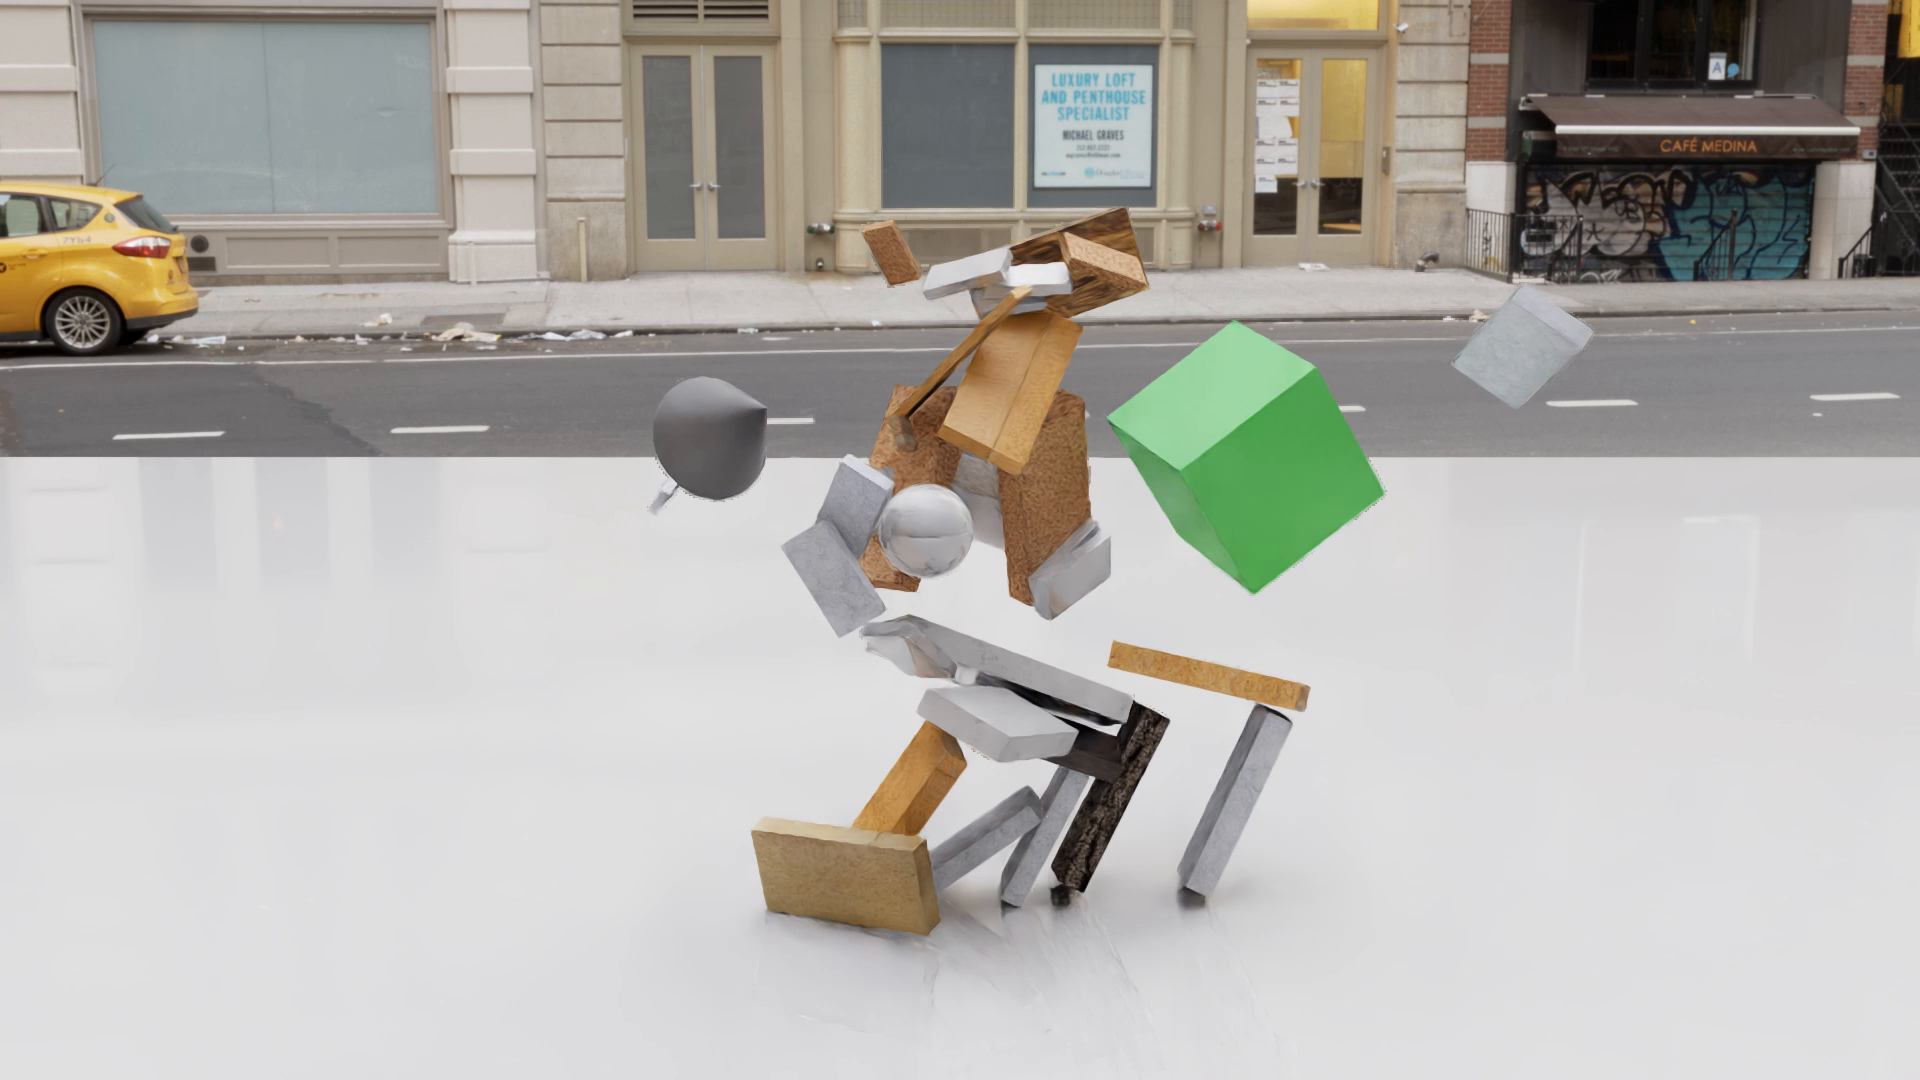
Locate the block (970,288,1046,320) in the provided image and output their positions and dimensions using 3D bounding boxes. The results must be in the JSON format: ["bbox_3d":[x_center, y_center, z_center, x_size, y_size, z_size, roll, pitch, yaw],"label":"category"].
[{"bbox_3d":[0.076,-0.381,3.483,0.109,0.015,0.054,-11,48,-11],"label":"block"}]

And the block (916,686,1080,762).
[{"bbox_3d":[0.062,0.281,3.383,0.151,0.043,0.302,29,8,21],"label":"block"}]

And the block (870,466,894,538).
[{"bbox_3d":[-0.129,-0.061,3.516,0.015,0.105,0.053,26,-39,-37],"label":"block"}]

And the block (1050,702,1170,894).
[{"bbox_3d":[0.249,0.425,3.668,0.045,0.316,0.158,27,-1,-3],"label":"block"}]

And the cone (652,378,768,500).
[{"bbox_3d":[-0.331,-0.175,3.286,0.192,0.192,0.192,-7,-7,-33],"label":"cone"}]

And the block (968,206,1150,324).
[{"bbox_3d":[0.156,-0.434,3.606,0.283,0.141,0.040,-20,15,-7],"label":"block"}]

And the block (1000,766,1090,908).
[{"bbox_3d":[0.140,0.474,3.638,0.035,0.249,0.125,27,10,-4],"label":"block"}]

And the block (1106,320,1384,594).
[{"bbox_3d":[0.489,-0.146,3.784,0.286,0.286,0.286,-37,30,-5],"label":"block"}]

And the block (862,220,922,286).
[{"bbox_3d":[-0.108,-0.456,3.496,0.054,0.109,0.015,-8,40,27],"label":"block"}]

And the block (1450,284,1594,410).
[{"bbox_3d":[0.961,-0.329,3.777,0.141,0.040,0.283,35,-20,3],"label":"block"}]

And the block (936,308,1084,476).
[{"bbox_3d":[0.080,-0.251,3.467,0.141,0.283,0.040,27,-29,-5],"label":"block"}]

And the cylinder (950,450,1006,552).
[{"bbox_3d":[0.066,-0.110,3.901,0.238,0.238,0.238,20,15,13],"label":"cylinder"}]

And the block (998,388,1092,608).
[{"bbox_3d":[0.142,-0.067,3.628,0.047,0.333,0.167,26,50,33],"label":"block"}]

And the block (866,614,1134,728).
[{"bbox_3d":[0.064,0.219,3.591,0.409,0.047,0.167,21,-15,-19],"label":"block"}]

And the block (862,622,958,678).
[{"bbox_3d":[-0.078,0.172,3.430,0.084,0.024,0.167,1,-25,27],"label":"block"}]

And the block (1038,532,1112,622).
[{"bbox_3d":[0.193,0.061,3.673,0.023,0.081,0.163,24,44,36],"label":"block"}]

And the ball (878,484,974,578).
[{"bbox_3d":[-0.051,-0.014,3.344,0.145,0.145,0.145,0,11,0],"label":"ball"}]

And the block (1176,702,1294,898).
[{"bbox_3d":[0.455,0.428,3.652,0.045,0.316,0.158,25,2,0],"label":"block"}]

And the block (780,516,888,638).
[{"bbox_3d":[-0.191,0.057,3.334,0.084,0.167,0.024,-30,5,22],"label":"block"}]

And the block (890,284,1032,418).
[{"bbox_3d":[0.000,-0.290,3.443,0.311,0.015,0.054,-44,-4,33],"label":"block"}]

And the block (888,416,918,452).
[{"bbox_3d":[-0.088,-0.166,3.454,0.015,0.053,0.105,-17,-2,8],"label":"block"}]

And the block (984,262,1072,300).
[{"bbox_3d":[0.106,-0.411,3.484,0.138,0.020,0.069,-4,35,-1],"label":"block"}]

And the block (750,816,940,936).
[{"bbox_3d":[-0.184,0.534,3.507,0.302,0.151,0.043,3,25,29],"label":"block"}]

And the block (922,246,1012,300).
[{"bbox_3d":[0.012,-0.422,3.487,0.138,0.020,0.069,-12,36,23],"label":"block"}]

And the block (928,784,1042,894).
[{"bbox_3d":[0.023,0.505,3.647,0.249,0.035,0.125,-35,8,7],"label":"block"}]

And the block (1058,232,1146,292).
[{"bbox_3d":[0.227,-0.442,3.500,0.138,0.020,0.069,16,39,-24],"label":"block"}]

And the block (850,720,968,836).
[{"bbox_3d":[-0.103,0.447,3.624,0.043,0.302,0.151,31,11,-20],"label":"block"}]

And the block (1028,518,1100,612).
[{"bbox_3d":[0.180,0.045,3.691,0.023,0.081,0.163,26,57,33],"label":"block"}]

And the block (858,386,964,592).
[{"bbox_3d":[-0.088,-0.086,3.540,0.047,0.333,0.166,27,-14,-38],"label":"block"}]

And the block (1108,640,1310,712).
[{"bbox_3d":[0.415,0.228,3.655,0.316,0.045,0.158,12,-2,15],"label":"block"}]

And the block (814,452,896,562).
[{"bbox_3d":[-0.163,-0.046,3.310,0.084,0.167,0.024,33,44,7],"label":"block"}]

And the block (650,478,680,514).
[{"bbox_3d":[-0.442,-0.143,3.706,0.015,0.053,0.310,36,38,-4],"label":"block"}]

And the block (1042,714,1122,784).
[{"bbox_3d":[0.137,0.319,3.595,0.249,0.035,0.125,19,15,-8],"label":"block"}]
